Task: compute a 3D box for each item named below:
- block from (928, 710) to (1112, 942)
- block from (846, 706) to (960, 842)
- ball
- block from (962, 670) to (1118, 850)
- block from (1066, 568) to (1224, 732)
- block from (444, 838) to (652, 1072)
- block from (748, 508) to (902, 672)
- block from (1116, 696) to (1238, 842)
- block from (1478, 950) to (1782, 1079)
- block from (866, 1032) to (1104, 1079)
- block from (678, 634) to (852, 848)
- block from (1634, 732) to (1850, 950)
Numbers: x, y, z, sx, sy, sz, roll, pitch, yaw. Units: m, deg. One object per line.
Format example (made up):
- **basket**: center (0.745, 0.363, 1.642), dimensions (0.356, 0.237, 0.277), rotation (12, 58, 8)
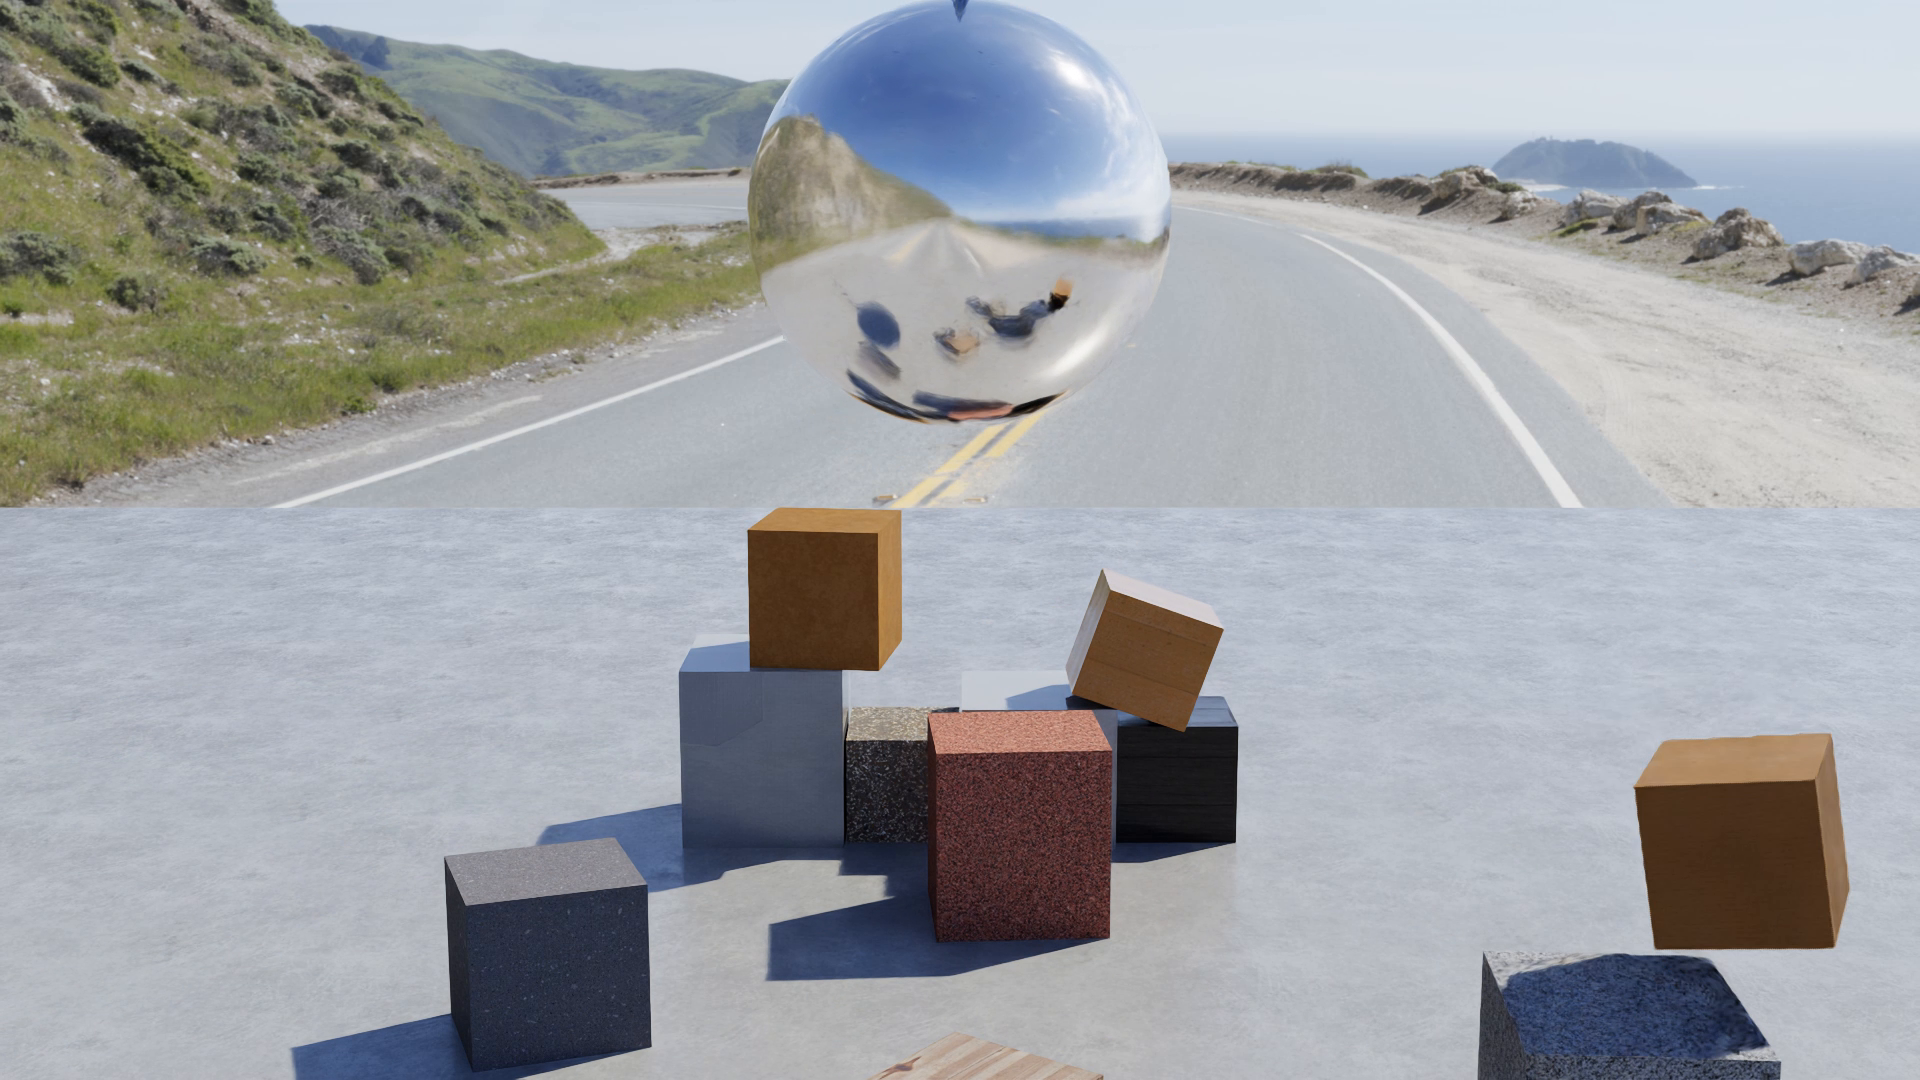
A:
- **block**: center (0.258, 1.292, 10.040), dimensions (0.773, 0.866, 0.694), rotation (-1, 10, -4)
- **block**: center (-0.289, 1.209, 11.420), dimensions (0.568, 0.534, 0.664), rotation (0, 10, 0)
- **ball**: center (0.000, -1.224, 8.285), dimensions (1.600, 1.600, 1.600), rotation (0, 10, 0)
- **block**: center (0.394, 1.124, 11.354), dimensions (0.772, 0.725, 0.819), rotation (0, 10, 0)
- **block**: center (0.923, 0.549, 11.120), dimensions (0.596, 0.558, 0.552), rotation (19, 10, -4)
- **block**: center (-1.642, 1.630, 8.734), dimensions (0.692, 0.668, 0.623), rotation (-4, 11, -20)
- **block**: center (-0.677, 0.239, 11.212), dimensions (0.655, 0.695, 0.691), rotation (1, 10, 8)
- **block**: center (1.093, 1.179, 11.385), dimensions (0.606, 0.607, 0.617), rotation (0, 10, 0)
- **block**: center (2.080, 1.863, 6.979), dimensions (0.737, 0.838, 0.845), rotation (1, 10, 5)
- **block**: center (0.051, 2.001, 7.149), dimensions (0.601, 0.504, 0.589), rotation (8, 13, 36)
- **block**: center (-0.988, 1.025, 11.380), dimensions (0.811, 0.912, 0.838), rotation (0, 10, 0)
- **block**: center (2.503, 0.955, 7.017), dimensions (0.531, 0.526, 0.586), rotation (-6, 7, 27)
